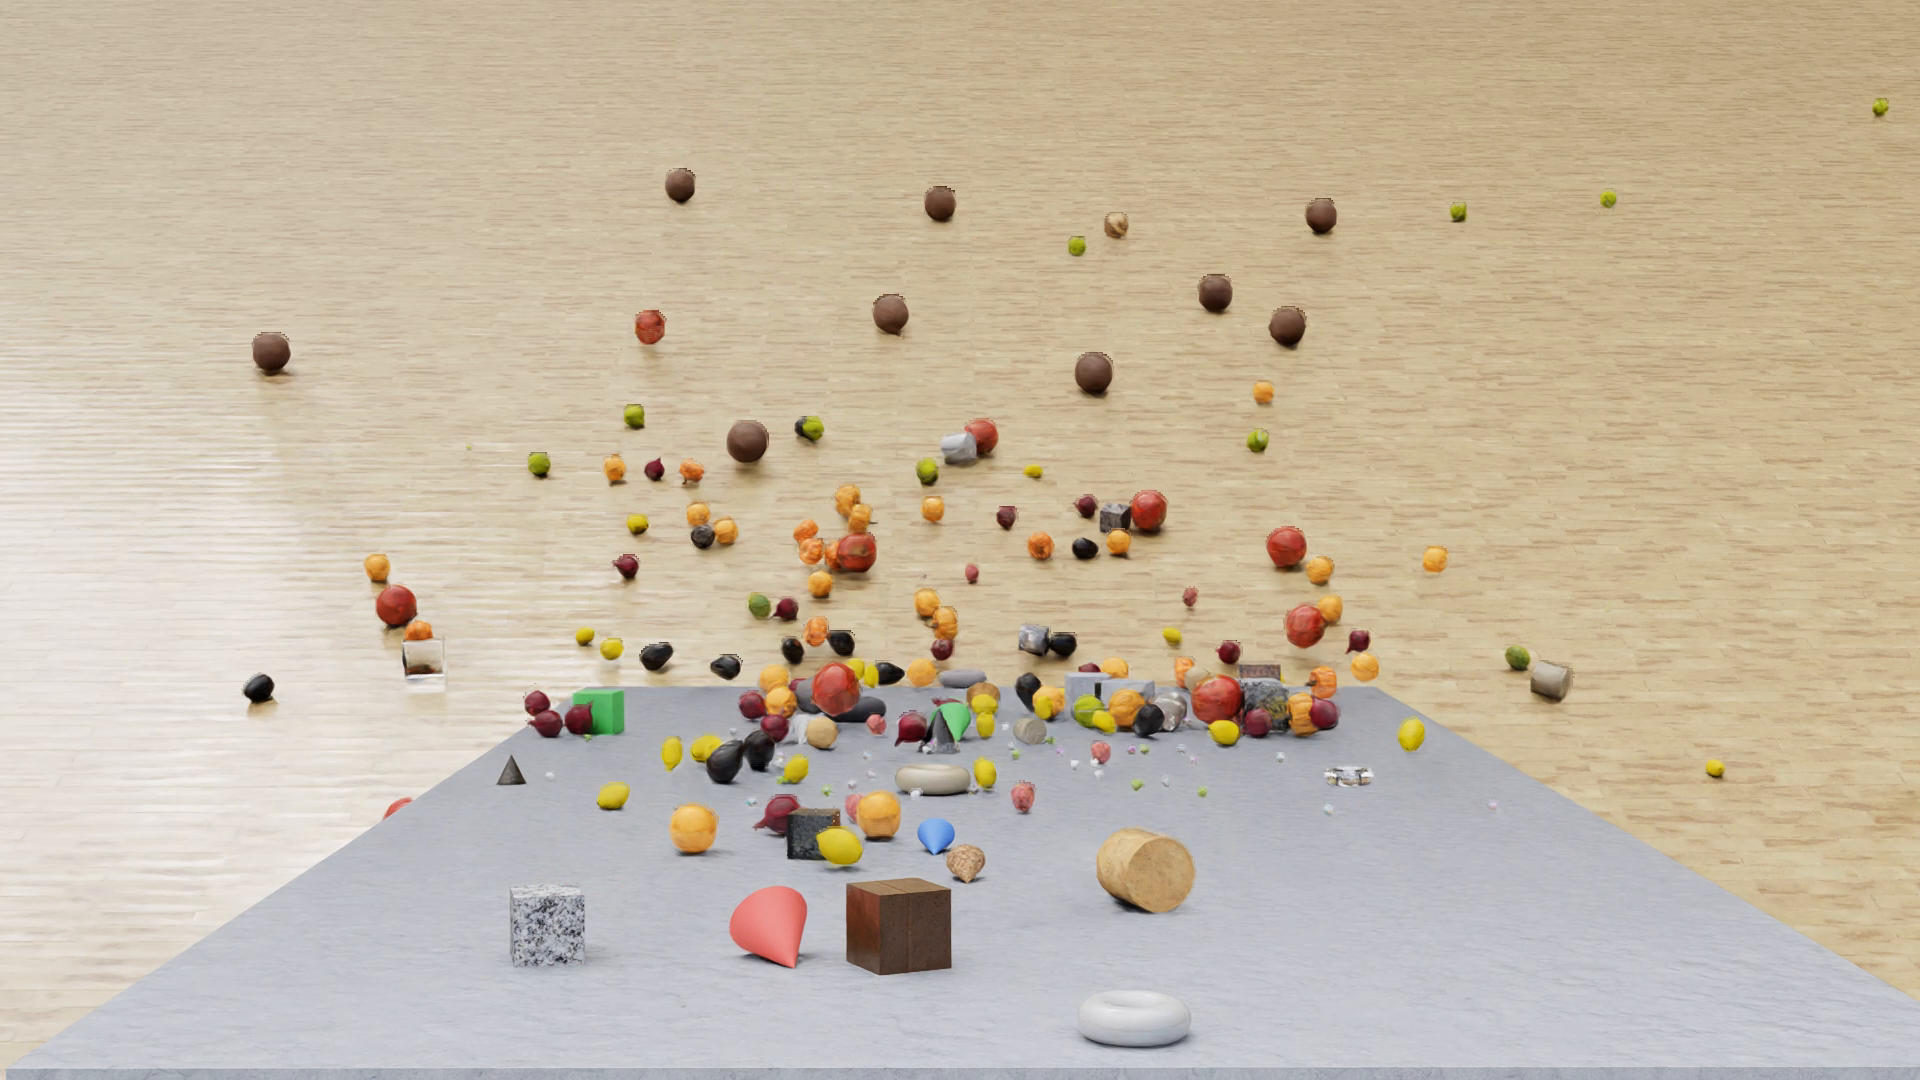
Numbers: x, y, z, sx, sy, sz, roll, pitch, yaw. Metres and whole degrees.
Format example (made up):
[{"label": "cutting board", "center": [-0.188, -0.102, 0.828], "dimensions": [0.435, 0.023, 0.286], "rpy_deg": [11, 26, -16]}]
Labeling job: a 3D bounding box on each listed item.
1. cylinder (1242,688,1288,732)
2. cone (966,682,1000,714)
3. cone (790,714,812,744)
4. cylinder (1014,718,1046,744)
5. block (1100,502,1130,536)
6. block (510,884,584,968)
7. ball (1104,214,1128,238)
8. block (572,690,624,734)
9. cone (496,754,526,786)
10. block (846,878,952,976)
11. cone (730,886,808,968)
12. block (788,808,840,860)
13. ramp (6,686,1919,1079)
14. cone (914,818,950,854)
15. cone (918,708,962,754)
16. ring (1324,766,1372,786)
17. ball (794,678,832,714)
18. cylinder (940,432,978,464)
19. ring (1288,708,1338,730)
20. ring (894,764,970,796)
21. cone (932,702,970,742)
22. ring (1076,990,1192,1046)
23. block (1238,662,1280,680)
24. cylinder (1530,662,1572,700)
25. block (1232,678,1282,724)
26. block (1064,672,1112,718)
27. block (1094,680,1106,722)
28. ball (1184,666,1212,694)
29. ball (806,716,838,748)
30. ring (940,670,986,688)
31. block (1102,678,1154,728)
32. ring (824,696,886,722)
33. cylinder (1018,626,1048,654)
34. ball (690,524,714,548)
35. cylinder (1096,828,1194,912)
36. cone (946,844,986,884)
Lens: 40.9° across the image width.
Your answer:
[{"label": "cylinder", "center": [0.651, 0.363, 5.501], "dimensions": [0.093, 0.093, 0.093], "rpy_deg": [0, 24, 4]}, {"label": "cone", "center": [0.055, 0.379, 5.878], "dimensions": [0.079, 0.079, 0.079], "rpy_deg": [-3, 35, -6]}, {"label": "cone", "center": [-0.325, 0.404, 5.303], "dimensions": [0.063, 0.063, 0.063], "rpy_deg": [3, 29, 6]}, {"label": "cylinder", "center": [0.144, 0.392, 5.290], "dimensions": [0.052, 0.052, 0.052], "rpy_deg": [-9, 0, -19]}, {"label": "block", "center": [0.461, -0.063, 7.667], "dimensions": [0.069, 0.069, 0.069], "rpy_deg": [11, 26, 23]}, {"label": "block", "center": [-0.494, 0.460, 3.079], "dimensions": [0.083, 0.083, 0.083], "rpy_deg": [-1, 2, -13]}, {"label": "ball", "center": [0.625, -1.258, 10.331], "dimensions": [0.097, 0.097, 0.097], "rpy_deg": [0, 24, 0]}, {"label": "block", "center": [-0.773, 0.367, 5.507], "dimensions": [0.086, 0.086, 0.086], "rpy_deg": [0, 2, 9]}, {"label": "cone", "center": [-0.814, 0.415, 4.674], "dimensions": [0.054, 0.054, 0.054], "rpy_deg": [0, 2, 0]}, {"label": "block", "center": [-0.073, 0.456, 3.043], "dimensions": [0.093, 0.093, 0.093], "rpy_deg": [-1, 2, -27]}, {"label": "cone", "center": [-0.212, 0.480, 3.059], "dimensions": [0.098, 0.098, 0.098], "rpy_deg": [-9, 32, -20]}, {"label": "block", "center": [-0.218, 0.439, 3.846], "dimensions": [0.066, 0.066, 0.066], "rpy_deg": [0, 2, 9]}, {"label": "ramp", "center": [0.055, 0.496, 4.544], "dimensions": [2.000, 0.100, 4.000], "rpy_deg": [0, 2, 0]}, {"label": "cone", "center": [-0.037, 0.458, 3.877], "dimensions": [0.057, 0.057, 0.057], "rpy_deg": [-4, 48, -9]}, {"label": "cone", "center": [-0.042, 0.379, 5.155], "dimensions": [0.089, 0.089, 0.089], "rpy_deg": [0, 2, 0]}, {"label": "ring", "center": [0.704, 0.427, 4.665], "dimensions": [0.088, 0.029, 0.088], "rpy_deg": [-1, 3, 0]}, {"label": "ball", "center": [-0.327, 0.346, 5.719], "dimensions": [0.082, 0.082, 0.082], "rpy_deg": [0, 24, 0]}, {"label": "cylinder", "center": [-0.003, -0.290, 8.129], "dimensions": [0.087, 0.087, 0.087], "rpy_deg": [-10, 18, 27]}, {"label": "ring", "center": [0.758, 0.387, 5.566], "dimensions": [0.124, 0.041, 0.124], "rpy_deg": [0, 1, 0]}, {"label": "ring", "center": [-0.048, 0.423, 4.557], "dimensions": [0.136, 0.045, 0.136], "rpy_deg": [1, 2, 0]}, {"label": "cone", "center": [-0.011, 0.397, 5.361], "dimensions": [0.085, 0.085, 0.085], "rpy_deg": [-4, 29, -9]}, {"label": "ring", "center": [0.180, 0.496, 2.672], "dimensions": [0.121, 0.040, 0.121], "rpy_deg": [1, 3, 0]}, {"label": "block", "center": [0.707, 0.339, 6.090], "dimensions": [0.098, 0.098, 0.098], "rpy_deg": [0, 2, 5]}, {"label": "cylinder", "center": [1.532, 0.365, 6.679], "dimensions": [0.081, 0.081, 0.081], "rpy_deg": [16, 29, 30]}, {"label": "block", "center": [0.656, 0.356, 5.699], "dimensions": [0.093, 0.093, 0.093], "rpy_deg": [0, 2, -6]}, {"label": "block", "center": [0.290, 0.351, 5.828], "dimensions": [0.093, 0.093, 0.093], "rpy_deg": [0, 2, -7]}, {"label": "block", "center": [0.353, 0.358, 5.732], "dimensions": [0.086, 0.086, 0.086], "rpy_deg": [1, 2, 17]}, {"label": "ball", "center": [0.586, 0.344, 6.352], "dimensions": [0.068, 0.068, 0.068], "rpy_deg": [0, 24, 0]}, {"label": "ball", "center": [-0.280, 0.389, 5.202], "dimensions": [0.066, 0.066, 0.066], "rpy_deg": [0, 24, 0]}, {"label": "ring", "center": [0.006, 0.352, 6.550], "dimensions": [0.120, 0.040, 0.120], "rpy_deg": [-1, 2, 0]}, {"label": "block", "center": [0.368, 0.357, 5.630], "dimensions": [0.096, 0.096, 0.096], "rpy_deg": [1, 2, 18]}, {"label": "ring", "center": [-0.235, 0.378, 5.752], "dimensions": [0.142, 0.047, 0.142], "rpy_deg": [-1, 3, 0]}, {"label": "cylinder", "center": [0.195, 0.265, 6.844], "dimensions": [0.067, 0.067, 0.067], "rpy_deg": [9, 25, 13]}, {"label": "ball", "center": [-0.754, -0.011, 7.549], "dimensions": [0.070, 0.070, 0.070], "rpy_deg": [0, 24, 0]}, {"label": "cylinder", "center": [0.246, 0.439, 3.427], "dimensions": [0.098, 0.098, 0.098], "rpy_deg": [-10, 5, -20]}, {"label": "cone", "center": [0.009, 0.468, 3.627], "dimensions": [0.056, 0.056, 0.056], "rpy_deg": [-1, 30, -2]}]
